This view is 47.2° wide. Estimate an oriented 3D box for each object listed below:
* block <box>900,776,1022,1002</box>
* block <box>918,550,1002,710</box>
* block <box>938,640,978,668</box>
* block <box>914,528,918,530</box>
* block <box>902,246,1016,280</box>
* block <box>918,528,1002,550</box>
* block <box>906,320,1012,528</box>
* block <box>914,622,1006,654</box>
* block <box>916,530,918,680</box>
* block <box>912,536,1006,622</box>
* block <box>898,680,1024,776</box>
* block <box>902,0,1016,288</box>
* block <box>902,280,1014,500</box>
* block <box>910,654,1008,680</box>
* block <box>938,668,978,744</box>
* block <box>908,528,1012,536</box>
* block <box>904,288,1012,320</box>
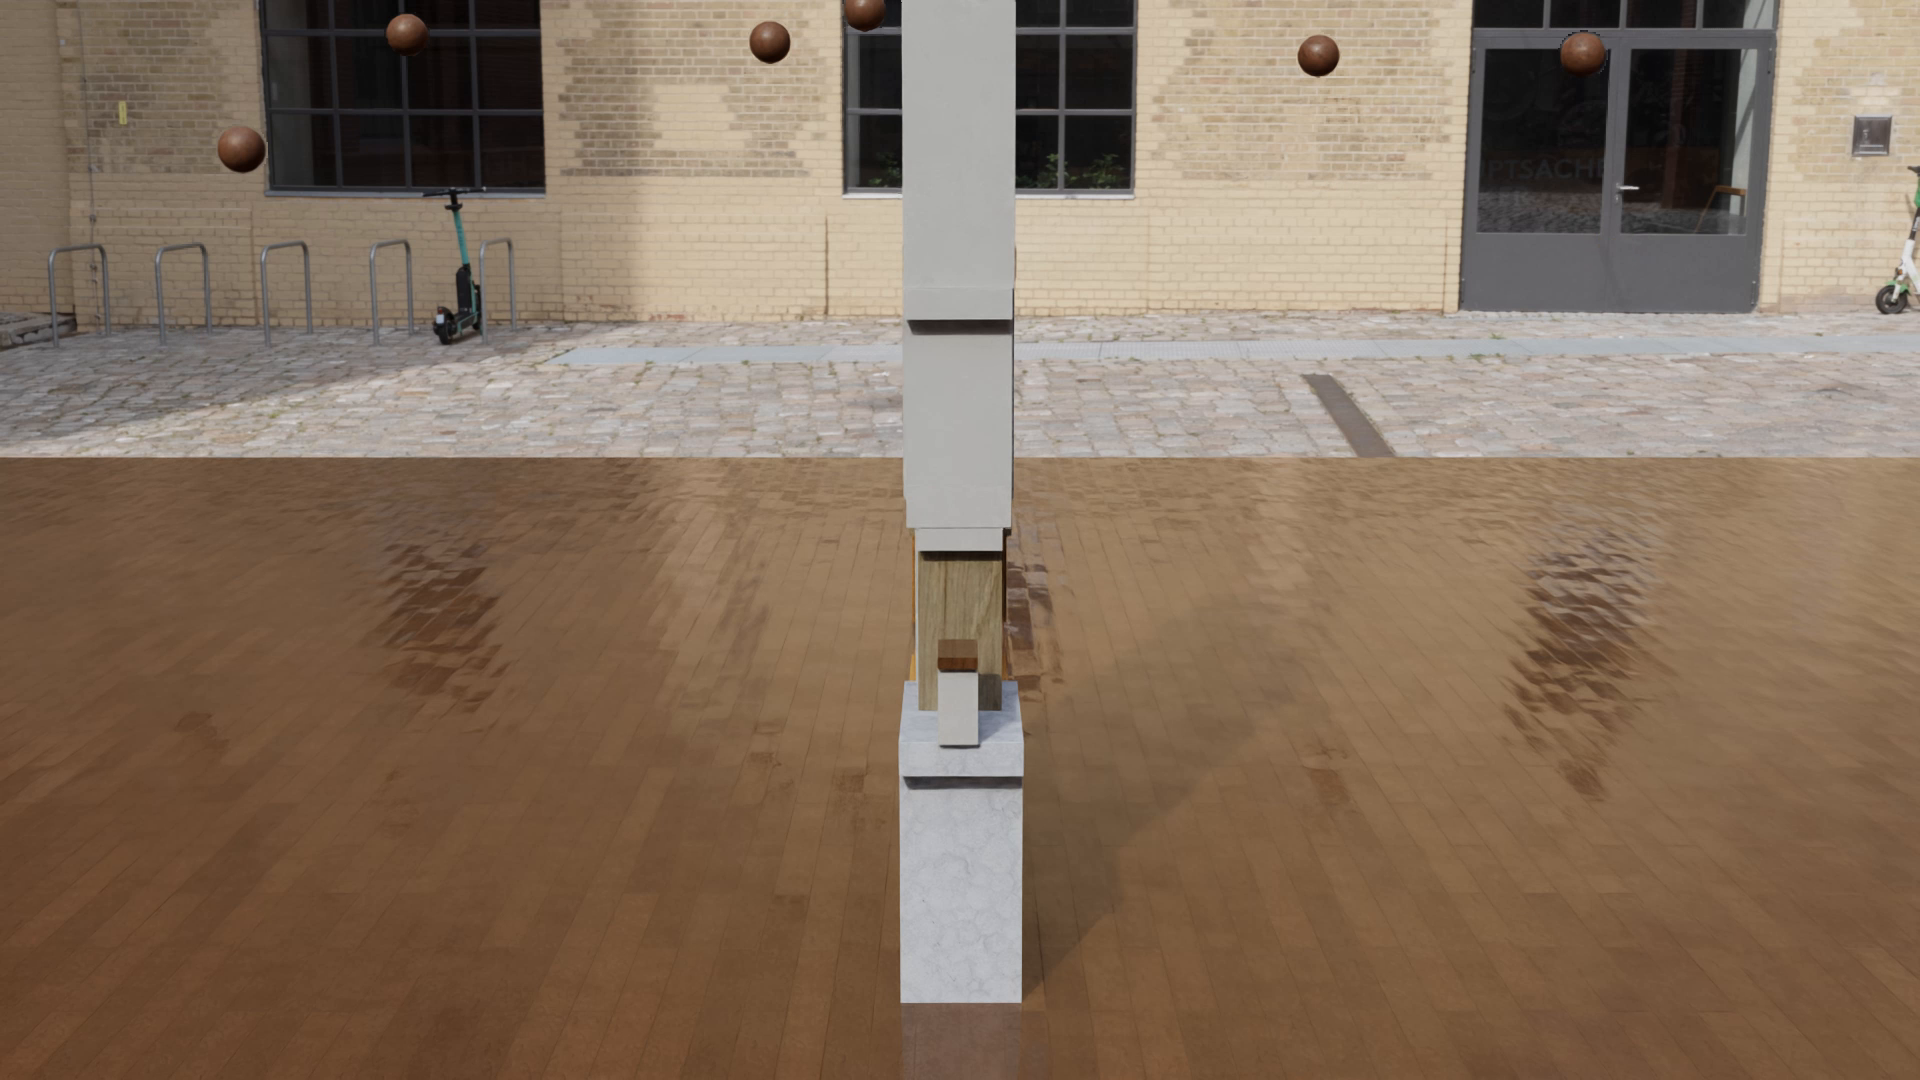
[{"bbox_3d":[0.002,0.497,3.202,0.176,0.353,0.050,0,11,0],"label":"block"},{"bbox_3d":[0.000,0.130,3.267,0.123,0.247,0.035,0,10,0],"label":"block"},{"bbox_3d":[-0.003,0.161,3.113,0.056,0.016,0.112,0,11,0],"label":"block"},{"bbox_3d":[-0.004,-0.060,3.582,0.134,0.038,0.268,0,11,0],"label":"block"},{"bbox_3d":[-0.001,-0.460,3.575,0.175,0.050,0.351,0,11,0],"label":"block"},{"bbox_3d":[0.000,-0.024,3.322,0.123,0.035,0.247,0,11,0],"label":"block"},{"bbox_3d":[-0.001,-0.172,3.189,0.152,0.304,0.043,0,11,0],"label":"block"},{"bbox_3d":[0.001,0.192,3.944,0.159,0.045,0.319,0,11,0],"label":"block"},{"bbox_3d":[-0.004,0.107,3.522,0.134,0.268,0.038,0,10,0],"label":"block"},{"bbox_3d":[-0.001,-0.461,3.950,0.172,1.237,0.049,0,11,0],"label":"block"},{"bbox_3d":[0.002,0.278,3.281,0.176,0.050,0.353,0,11,0],"label":"block"},{"bbox_3d":[-0.002,-0.627,3.083,0.158,0.543,0.045,0,11,0],"label":"block"},{"bbox_3d":[-0.003,-0.242,3.498,0.176,0.351,0.050,0,11,0],"label":"block"},{"bbox_3d":[-0.002,0.248,3.623,0.161,0.046,0.322,0,11,0],"label":"block"},{"bbox_3d":[-0.003,0.231,3.088,0.056,0.113,0.016,0,11,0],"label":"block"},{"bbox_3d":[0.000,-0.235,3.737,0.175,0.454,0.050,0,11,0],"label":"block"},{"bbox_3d":[-0.003,-0.361,3.256,0.152,0.043,0.304,0,11,0],"label":"block"}]
